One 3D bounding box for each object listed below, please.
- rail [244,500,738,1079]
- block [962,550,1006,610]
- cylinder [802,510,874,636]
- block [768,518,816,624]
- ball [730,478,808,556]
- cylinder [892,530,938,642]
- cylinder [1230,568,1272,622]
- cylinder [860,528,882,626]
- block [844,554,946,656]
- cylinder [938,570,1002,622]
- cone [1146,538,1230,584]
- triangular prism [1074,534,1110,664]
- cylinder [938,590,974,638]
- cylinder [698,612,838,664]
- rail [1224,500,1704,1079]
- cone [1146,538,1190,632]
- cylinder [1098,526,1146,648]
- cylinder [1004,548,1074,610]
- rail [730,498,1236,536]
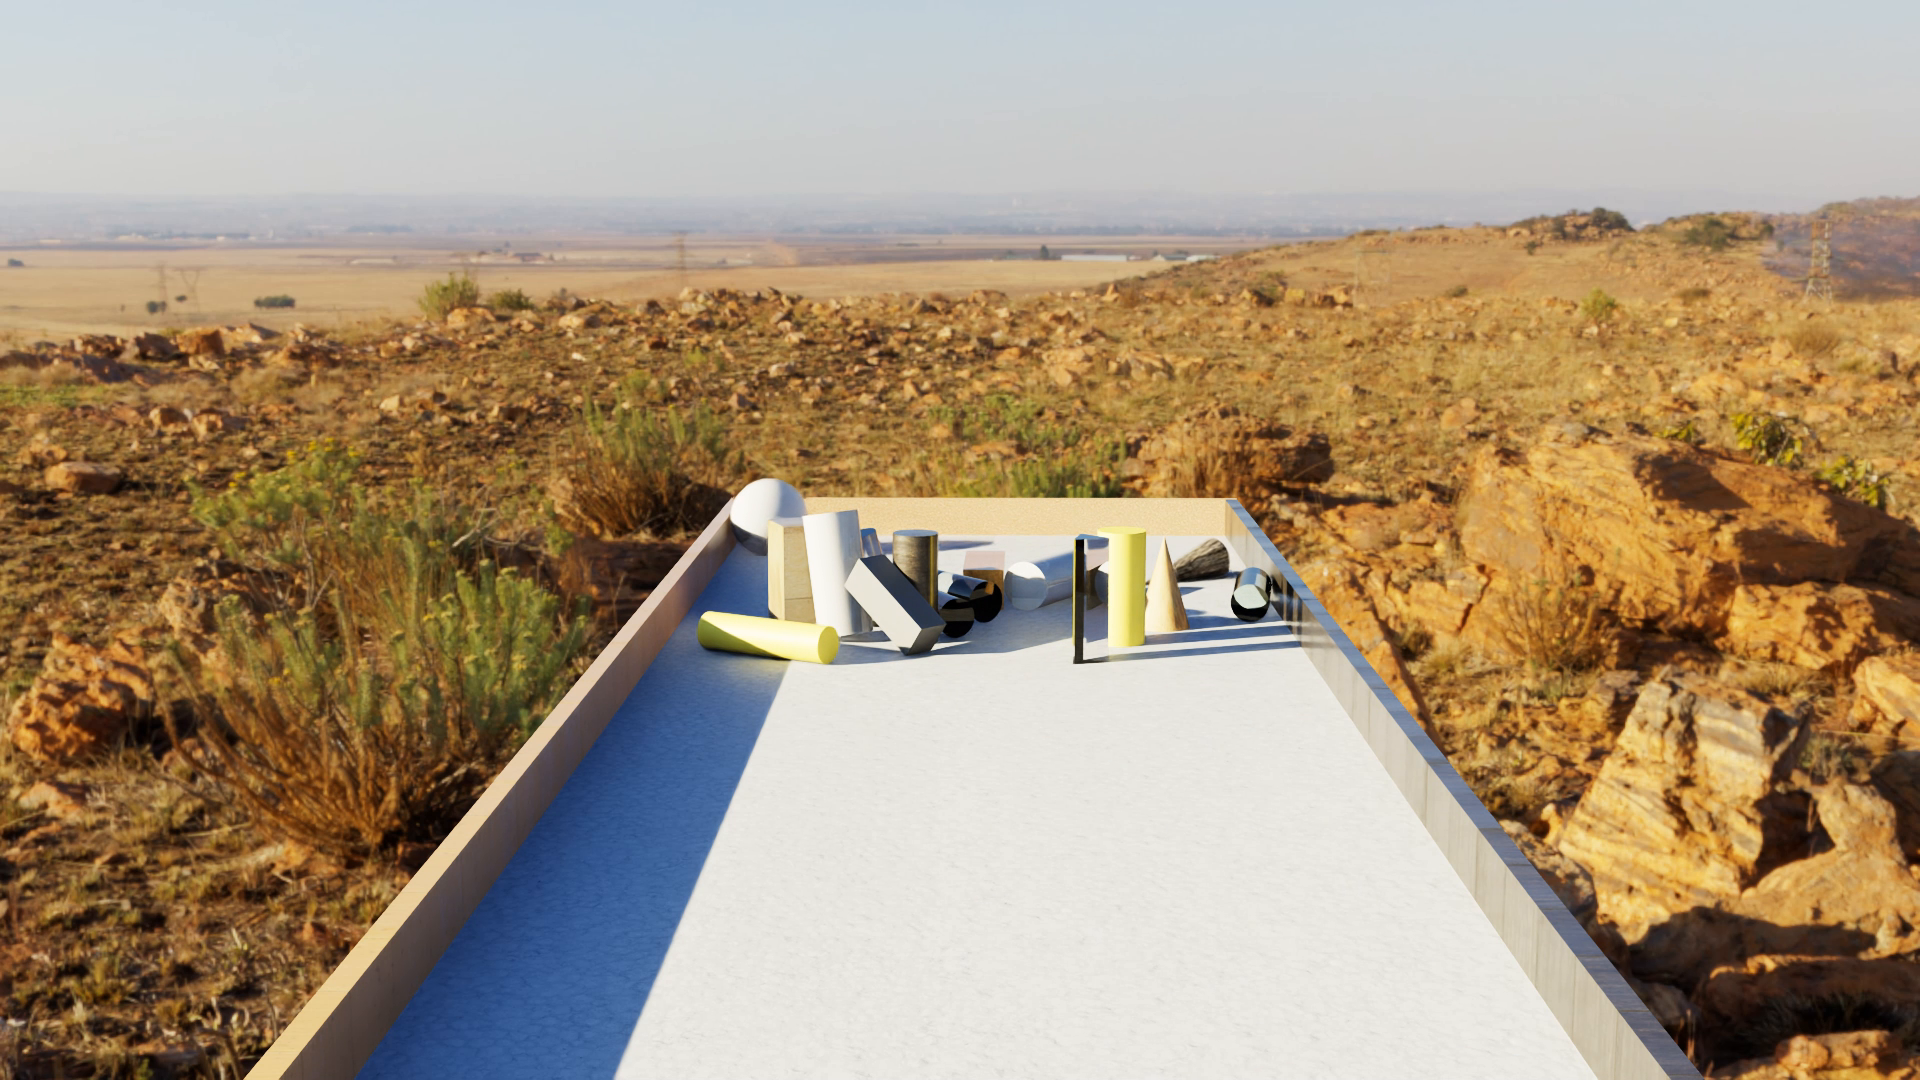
[{"bbox_3d":[-1.004,0.839,3.234,0.050,0.150,12.000,0,9,1],"label":"rail"},{"bbox_3d":[0.086,0.138,7.692,0.139,0.139,0.405,0,9,2],"label":"block"},{"bbox_3d":[-0.389,0.106,7.011,0.178,0.389,0.178,-7,1,0],"label":"cylinder"},{"bbox_3d":[-0.517,0.110,7.213,0.180,0.345,0.180,-3,10,-21],"label":"block"},{"bbox_3d":[-0.745,-0.090,8.603,0.305,0.305,0.305,0,9,0],"label":"ball"},{"bbox_3d":[-0.141,0.148,6.965,0.145,0.346,0.145,0,9,0],"label":"cylinder"},{"bbox_3d":[0.988,0.183,7.450,0.127,0.127,0.341,1,9,9],"label":"cylinder"},{"bbox_3d":[-0.294,0.122,7.216,0.116,0.301,0.116,-14,14,4],"label":"cylinder"},{"bbox_3d":[-0.202,0.201,6.842,0.115,0.115,0.326,-10,49,-47],"label":"block"},{"bbox_3d":[-0.006,0.186,7.392,0.139,0.139,0.303,-7,11,-37],"label":"cylinder"},{"bbox_3d":[0.802,0.114,8.065,0.381,0.142,0.142,-19,18,-32],"label":"cone"},{"bbox_3d":[0.383,0.177,6.671,0.112,0.382,0.097,-3,9,-16],"label":"triangular prism"},{"bbox_3d":[-0.108,0.219,7.219,0.129,0.129,0.435,-4,10,-26],"label":"cylinder"},{"bbox_3d":[-0.592,0.299,6.755,0.453,0.116,0.116,5,11,31],"label":"cylinder"},{"bbox_3d":[1.046,0.843,3.208,0.050,0.150,12.000,0,9,1],"label":"rail"},{"bbox_3d":[0.667,0.134,7.192,0.174,0.304,0.174,0,9,0],"label":"cone"},{"bbox_3d":[0.509,0.146,6.939,0.153,0.359,0.153,0,9,0],"label":"cylinder"},{"bbox_3d":[0.308,0.135,7.617,0.169,0.169,0.331,5,11,31],"label":"cylinder"},{"bbox_3d":[0.099,-0.098,9.147,2.100,0.150,0.050,0,9,1],"label":"rail"}]
